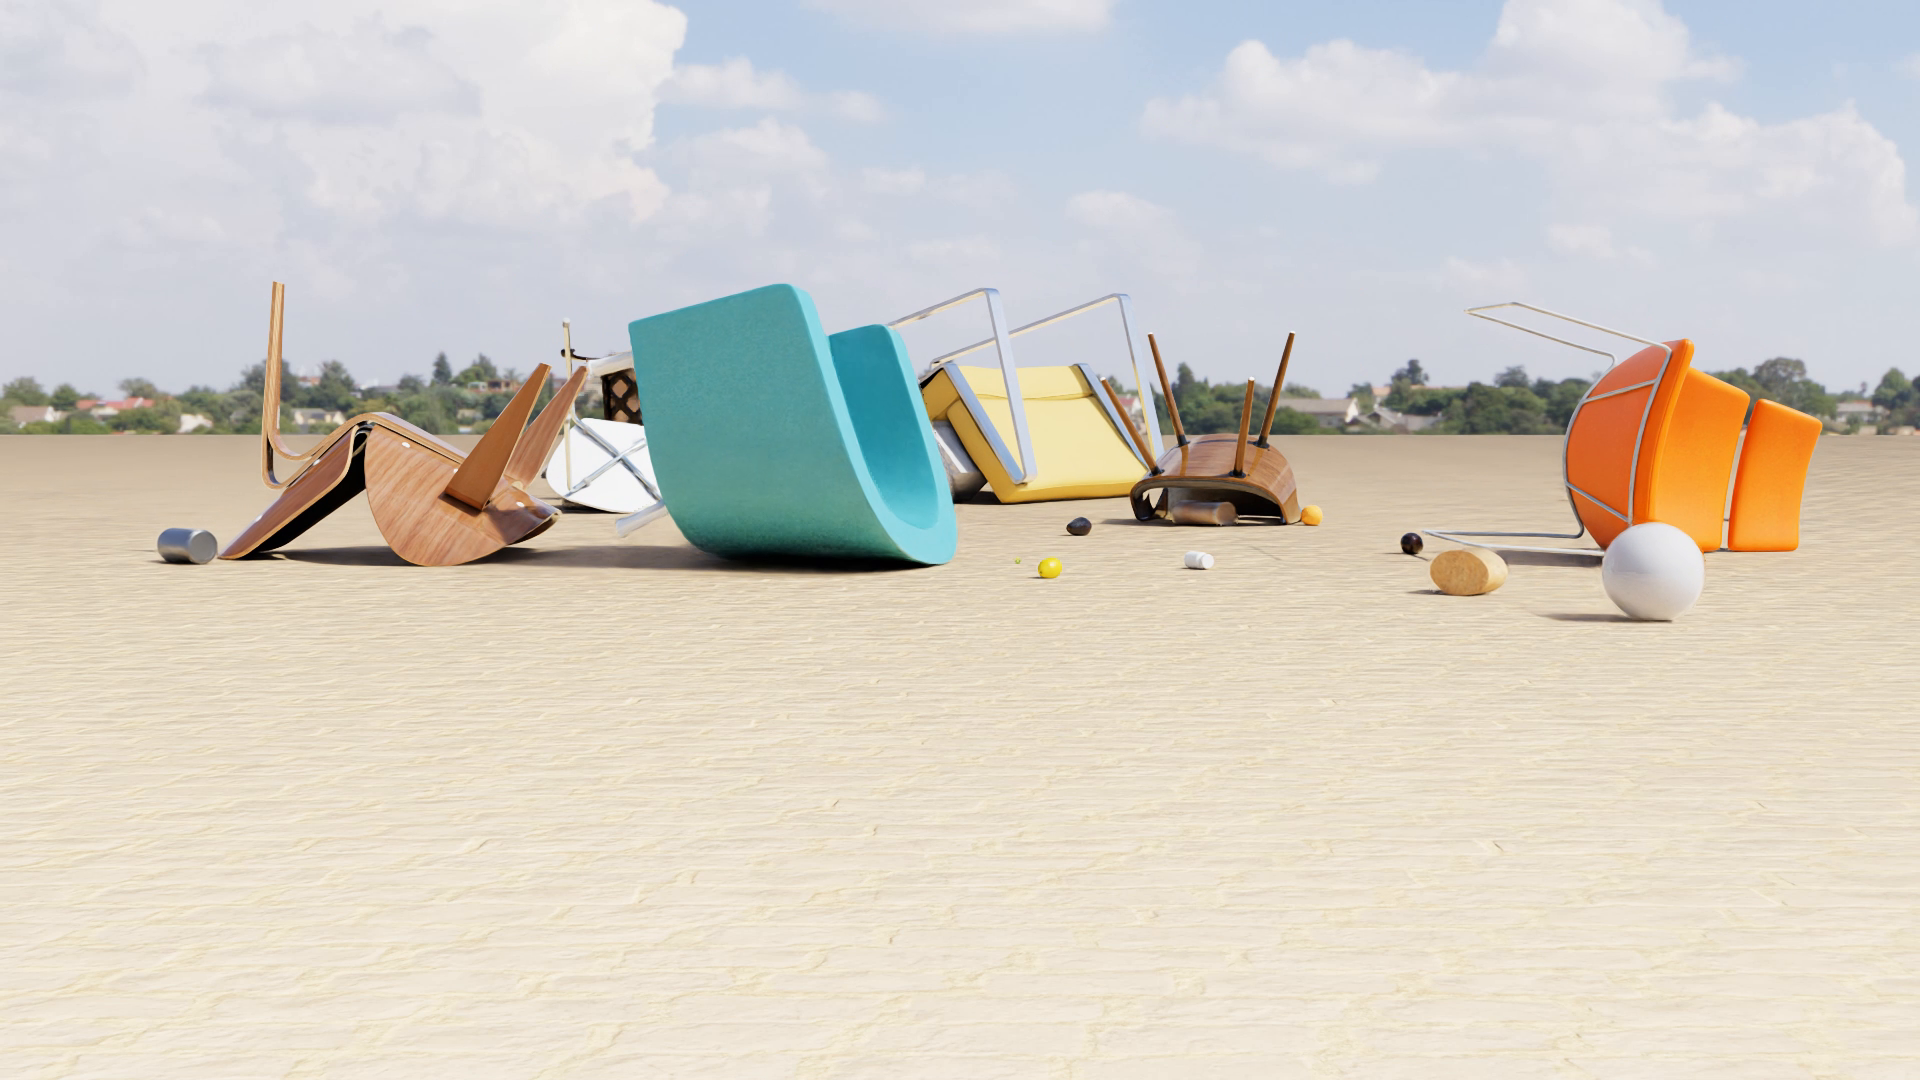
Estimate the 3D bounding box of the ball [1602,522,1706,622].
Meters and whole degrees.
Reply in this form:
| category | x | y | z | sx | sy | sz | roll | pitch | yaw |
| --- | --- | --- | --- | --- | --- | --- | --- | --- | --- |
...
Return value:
| category | x | y | z | sx | sy | sz | roll | pitch | yaw |
| --- | --- | --- | --- | --- | --- | --- | --- | --- | --- |
| ball | 1.341 | 0.061 | 4.254 | 0.192 | 0.192 | 0.192 | 0 | 4 | 0 |

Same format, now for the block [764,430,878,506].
| category | x | y | z | sx | sy | sz | roll | pitch | yaw |
| --- | --- | --- | --- | --- | --- | --- | --- | --- | --- |
| block | -0.531 | -0.273 | 8.438 | 0.281 | 0.286 | 0.339 | -4 | 6 | -45 |

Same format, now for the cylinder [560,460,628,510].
| category | x | y | z | sx | sy | sz | roll | pitch | yaw |
| --- | --- | --- | --- | --- | --- | --- | --- | --- | --- |
| cylinder | -1.376 | -0.208 | 8.270 | 0.244 | 0.180 | 0.305 | -1 | 4 | -18 |

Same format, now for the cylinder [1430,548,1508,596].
| category | x | y | z | sx | sy | sz | roll | pitch | yaw |
| --- | --- | --- | --- | --- | --- | --- | --- | --- | --- |
| cylinder | 1.114 | 0.069 | 4.817 | 0.137 | 0.099 | 0.102 | 10 | 9 | 36 |

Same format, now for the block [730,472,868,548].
| category | x | y | z | sx | sy | sz | roll | pitch | yaw |
| --- | --- | --- | --- | --- | --- | --- | --- | --- | --- |
| block | -0.458 | -0.087 | 6.318 | 0.352 | 0.205 | 0.209 | 1 | 4 | 11 |

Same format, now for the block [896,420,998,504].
| category | x | y | z | sx | sy | sz | roll | pitch | yaw |
| --- | --- | --- | --- | --- | --- | --- | --- | --- | --- |
| block | -0.051 | -0.310 | 8.711 | 0.188 | 0.265 | 0.262 | -46 | -22 | 28 |

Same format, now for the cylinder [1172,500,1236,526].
| category | x | y | z | sx | sy | sz | roll | pitch | yaw |
| --- | --- | --- | --- | --- | --- | --- | --- | --- | --- |
| cylinder | 0.805 | -0.089 | 7.246 | 0.163 | 0.081 | 0.142 | 3 | 1 | 34 |
